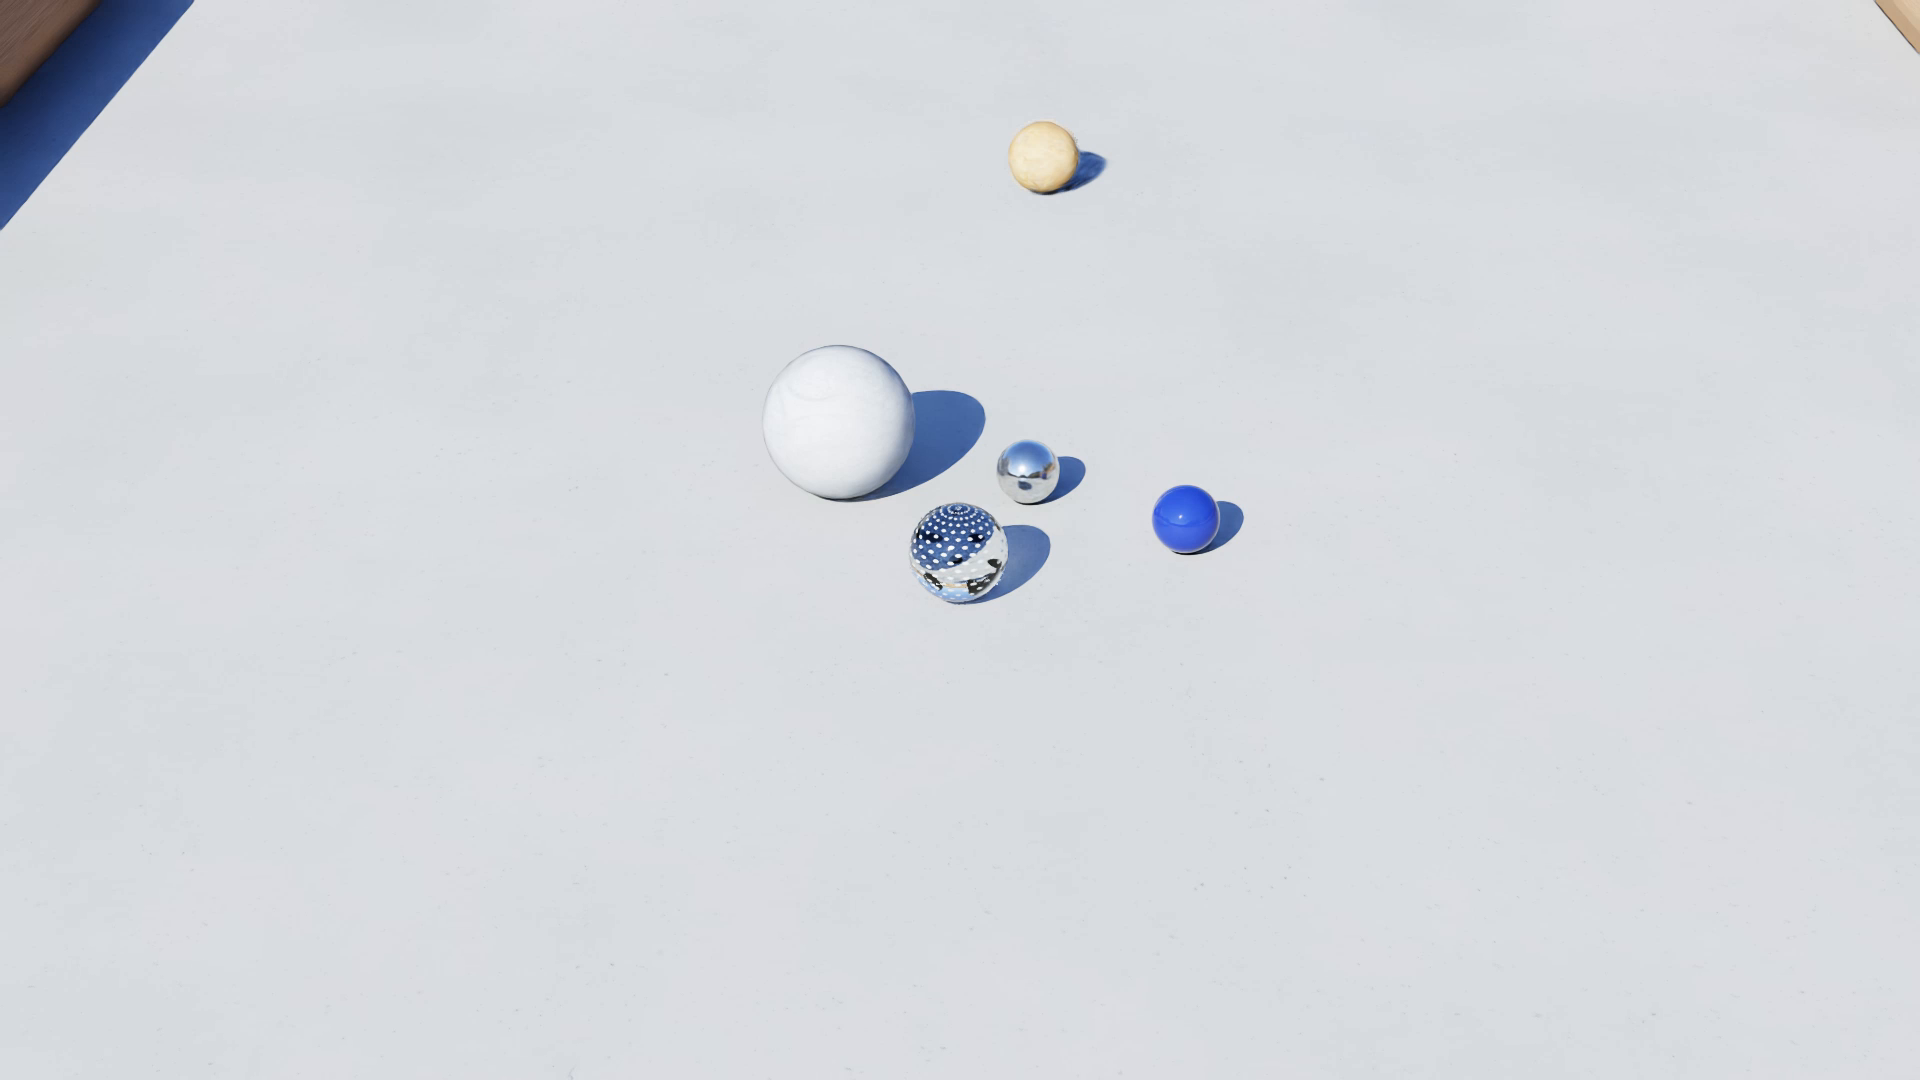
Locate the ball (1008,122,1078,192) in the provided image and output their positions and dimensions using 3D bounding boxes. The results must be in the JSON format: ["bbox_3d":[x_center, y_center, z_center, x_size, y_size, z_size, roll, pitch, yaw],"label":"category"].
[{"bbox_3d":[0.068,-0.313,2.405,0.058,0.058,0.058,0,28,0],"label":"ball"}]

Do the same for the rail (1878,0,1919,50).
[{"bbox_3d":[0.864,-0.389,2.470,0.045,0.130,3.168,1,28,1],"label":"rail"}]

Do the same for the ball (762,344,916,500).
[{"bbox_3d":[-0.078,-0.077,1.907,0.100,0.100,0.100,0,28,0],"label":"ball"}]

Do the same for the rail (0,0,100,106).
[{"bbox_3d":[-0.827,-0.408,2.505,0.045,0.130,3.168,1,28,1],"label":"rail"}]

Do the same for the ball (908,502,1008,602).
[{"bbox_3d":[-0.001,0.007,1.789,0.061,0.061,0.061,0,28,0],"label":"ball"}]

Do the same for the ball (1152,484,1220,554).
[{"bbox_3d":[0.142,-0.013,1.847,0.043,0.043,0.043,0,28,0],"label":"ball"}]

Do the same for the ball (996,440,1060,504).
[{"bbox_3d":[0.044,-0.045,1.909,0.042,0.042,0.042,0,28,0],"label":"ball"}]
